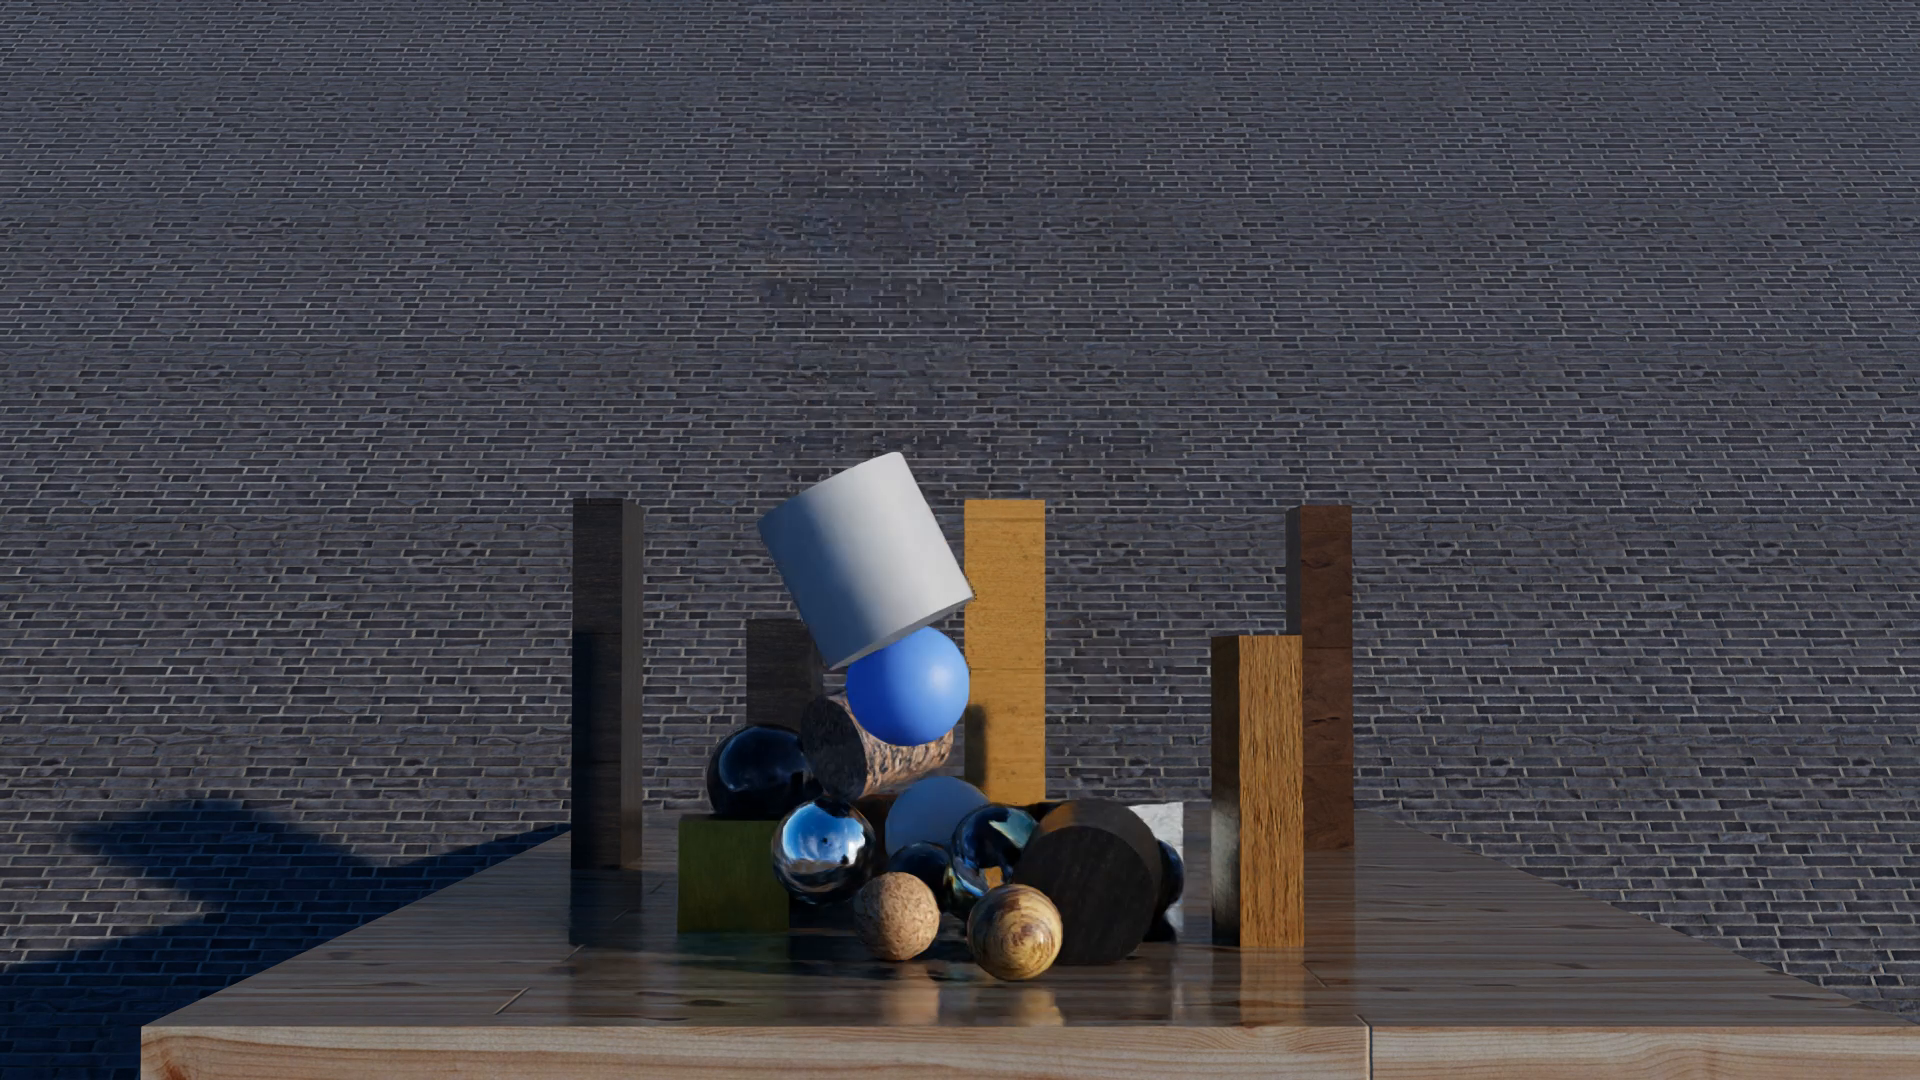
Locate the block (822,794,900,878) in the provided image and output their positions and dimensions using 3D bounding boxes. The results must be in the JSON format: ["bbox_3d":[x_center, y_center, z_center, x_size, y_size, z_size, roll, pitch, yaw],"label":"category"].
[{"bbox_3d":[-0.166,0.538,4.614,0.162,0.162,0.162,0,-2,-3],"label":"block"}]

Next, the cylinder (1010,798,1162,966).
[{"bbox_3d":[0.175,0.470,3.576,0.196,0.196,0.196,5,6,7],"label":"cylinder"}]

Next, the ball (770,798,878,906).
[{"bbox_3d":[-0.188,0.433,3.606,0.150,0.150,0.150,0,37,0],"label":"ball"}]

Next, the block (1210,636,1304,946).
[{"bbox_3d":[0.446,0.368,3.931,0.091,0.444,0.418,0,-2,0],"label":"block"}]

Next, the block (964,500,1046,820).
[{"bbox_3d":[0.075,0.277,4.511,0.135,0.675,0.334,0,-2,0],"label":"block"}]

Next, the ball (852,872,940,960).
[{"bbox_3d":[-0.086,0.513,3.548,0.120,0.120,0.120,0,37,0],"label":"ball"}]

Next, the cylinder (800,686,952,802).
[{"bbox_3d":[-0.118,0.272,3.666,0.153,0.153,0.153,-19,40,-36],"label":"cylinder"}]

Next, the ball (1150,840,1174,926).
[{"bbox_3d":[0.234,0.503,3.844,0.166,0.166,0.166,0,37,0],"label":"ball"}]

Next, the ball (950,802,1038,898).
[{"bbox_3d":[0.058,0.467,3.889,0.149,0.149,0.149,0,37,0],"label":"ball"}]

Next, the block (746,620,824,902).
[{"bbox_3d":[-0.306,0.380,4.584,0.108,0.475,0.417,0,-2,0],"label":"block"}]

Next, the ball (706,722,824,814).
[{"bbox_3d":[-0.320,0.397,4.277,0.194,0.194,0.194,0,37,0],"label":"ball"}]

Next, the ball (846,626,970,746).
[{"bbox_3d":[-0.059,0.162,2.925,0.140,0.140,0.140,0,37,0],"label":"ball"}]

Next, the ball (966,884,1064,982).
[{"bbox_3d":[0.070,0.502,3.327,0.124,0.124,0.124,0,37,0],"label":"ball"}]

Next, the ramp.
[{"bbox_3d":[0.081,0.682,4.916,2.000,0.100,4.000,0,-2,0],"label":"ramp"}]

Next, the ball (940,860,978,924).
[{"bbox_3d":[0.029,0.533,4.010,0.120,0.120,0.120,0,37,0],"label":"ball"}]

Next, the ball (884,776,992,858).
[{"bbox_3d":[-0.029,0.481,4.246,0.190,0.190,0.190,0,37,0],"label":"ball"}]

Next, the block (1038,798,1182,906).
[{"bbox_3d":[0.249,0.521,4.318,0.171,0.171,0.171,-2,-3,43],"label":"block"}]

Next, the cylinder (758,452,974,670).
[{"bbox_3d":[-0.102,0.023,2.798,0.175,0.175,0.175,-24,85,-29],"label":"cylinder"}]

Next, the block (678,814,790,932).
[{"bbox_3d":[-0.347,0.509,3.997,0.167,0.167,0.167,0,-2,-4],"label":"block"}]

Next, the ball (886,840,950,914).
[{"bbox_3d":[-0.058,0.536,4.102,0.122,0.122,0.122,0,37,0],"label":"ball"}]

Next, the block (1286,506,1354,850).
[{"bbox_3d":[0.786,0.298,5.697,0.109,0.735,0.263,0,-2,0],"label":"block"}]

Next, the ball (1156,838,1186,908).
[{"bbox_3d":[0.297,0.537,4.152,0.125,0.125,0.125,0,37,0],"label":"ball"}]

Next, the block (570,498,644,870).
[{"bbox_3d":[-0.706,0.285,5.226,0.096,0.720,0.339,0,-2,0],"label":"block"}]
